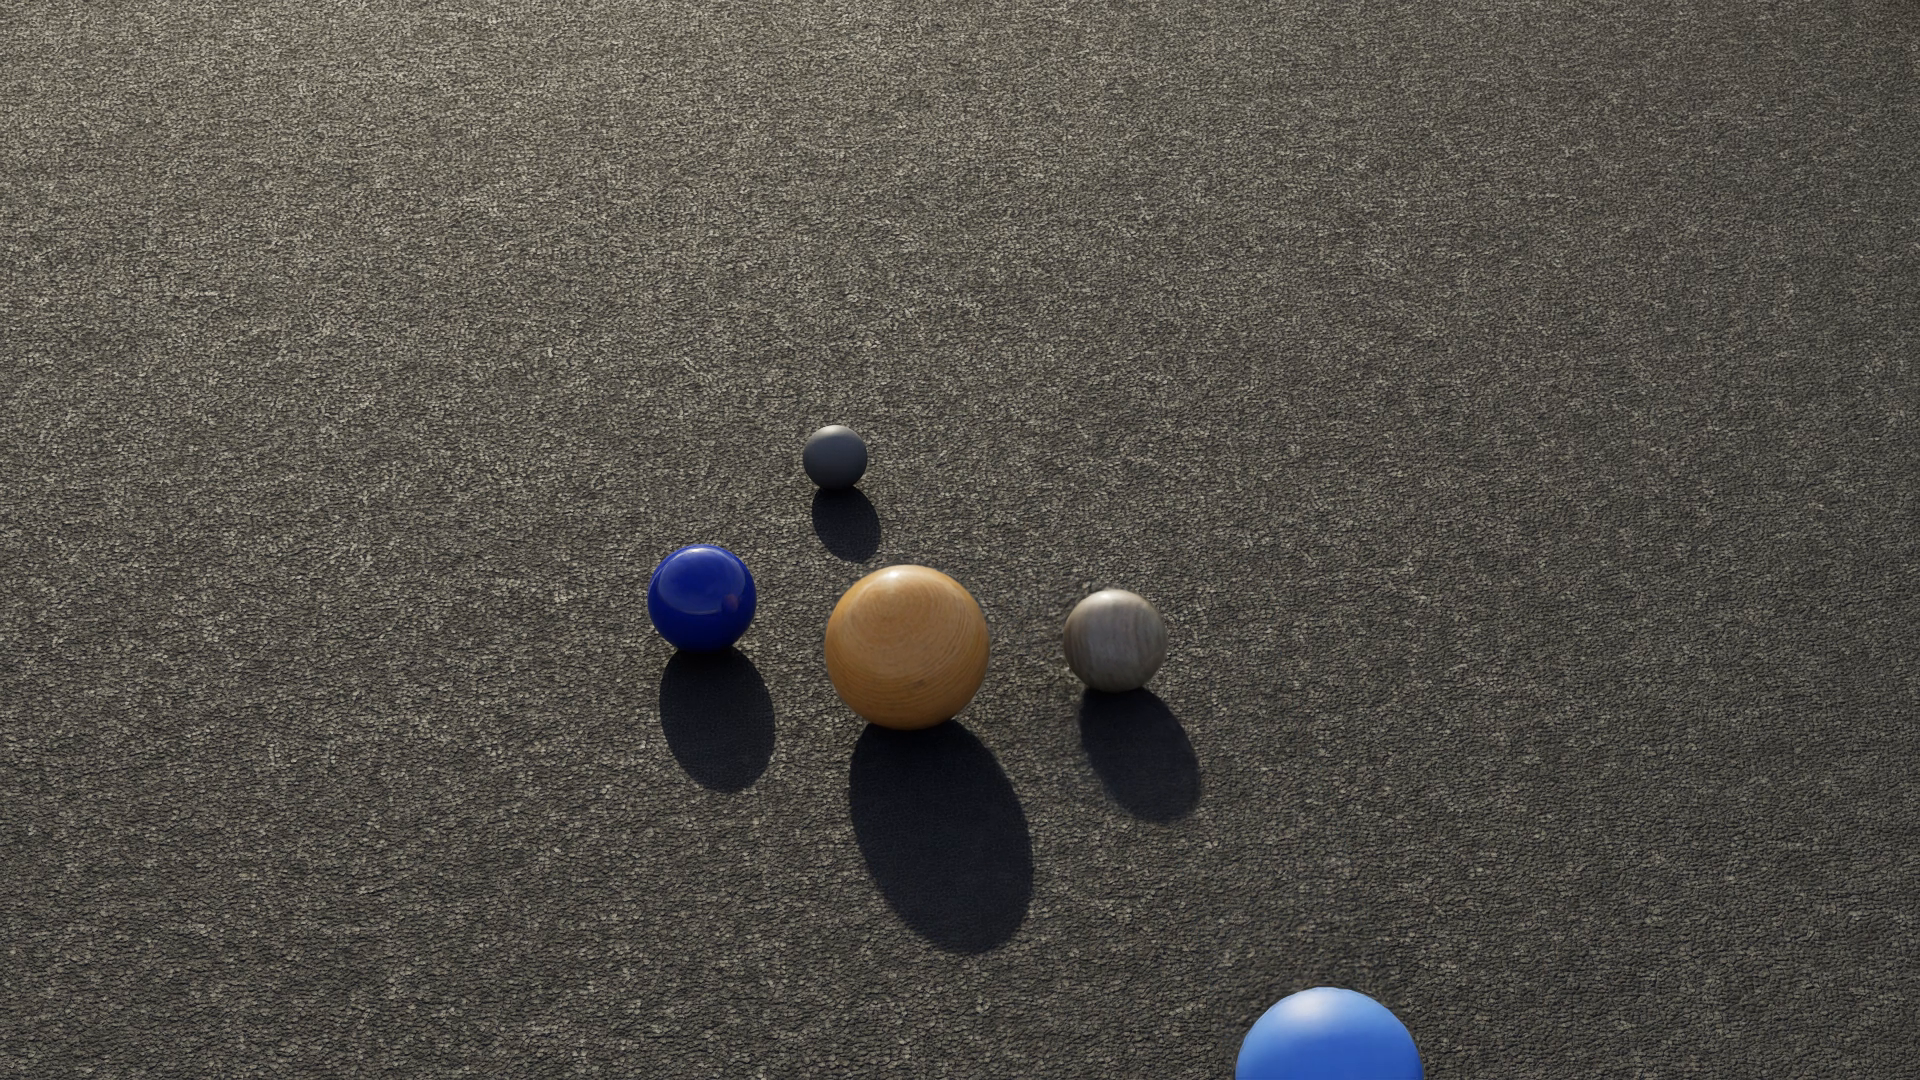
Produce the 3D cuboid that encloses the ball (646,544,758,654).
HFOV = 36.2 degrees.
[{"bbox_3d":[-0.146,0.033,1.663,0.062,0.062,0.062,0,30,0],"label":"ball"}]

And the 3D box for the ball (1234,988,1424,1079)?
[{"bbox_3d":[0.162,0.237,1.286,0.082,0.082,0.082,0,30,0],"label":"ball"}]

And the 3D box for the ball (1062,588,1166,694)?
[{"bbox_3d":[0.086,0.056,1.628,0.058,0.058,0.058,0,30,0],"label":"ball"}]

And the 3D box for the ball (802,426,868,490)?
[{"bbox_3d":[-0.078,-0.051,1.832,0.041,0.041,0.041,0,30,0],"label":"ball"}]

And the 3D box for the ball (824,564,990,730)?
[{"bbox_3d":[-0.029,0.058,1.592,0.090,0.090,0.090,0,30,0],"label":"ball"}]
